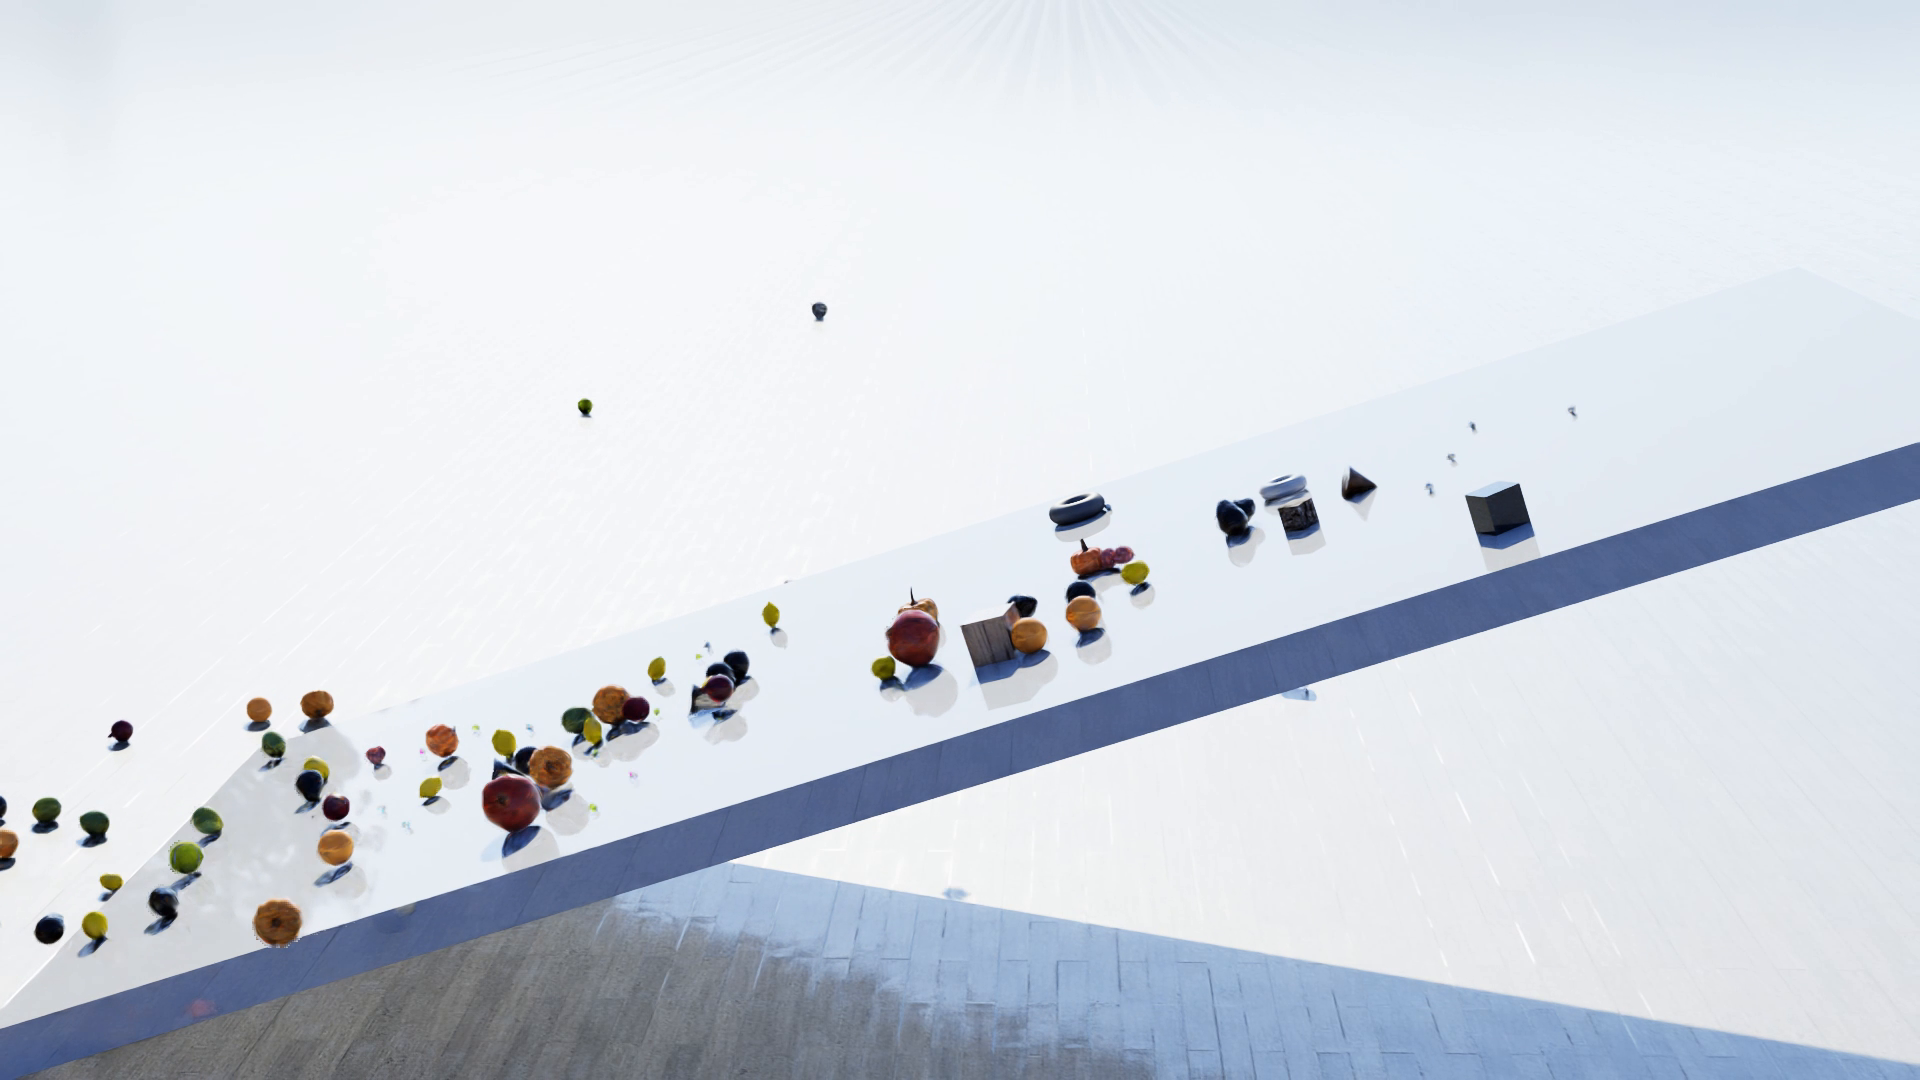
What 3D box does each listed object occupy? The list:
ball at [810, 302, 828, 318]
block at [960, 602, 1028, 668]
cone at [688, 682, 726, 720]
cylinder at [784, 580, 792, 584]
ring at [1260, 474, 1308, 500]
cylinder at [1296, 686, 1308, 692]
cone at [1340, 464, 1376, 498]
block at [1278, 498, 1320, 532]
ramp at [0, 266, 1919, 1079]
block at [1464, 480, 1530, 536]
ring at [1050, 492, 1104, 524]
[{"bbox_3d":[-0.795,-1.300,16.597,0.093,0.093,0.093,0,12,0],"label":"ball"},{"bbox_3d":[0.068,0.188,5.813,0.090,0.090,0.090,-14,11,21],"label":"block"},{"bbox_3d":[-0.526,0.344,6.177,0.080,0.080,0.080,8,11,-7],"label":"cone"},{"bbox_3d":[-0.511,0.170,9.461,0.090,0.090,0.090,-7,14,-31],"label":"cylinder"},{"bbox_3d":[0.708,-0.117,6.441,0.109,0.036,0.109,-18,9,3],"label":"ring"},{"bbox_3d":[0.957,0.390,8.426,0.076,0.076,0.076,21,20,25],"label":"cylinder"},{"bbox_3d":[0.849,-0.119,6.218,0.072,0.072,0.072,8,11,-4],"label":"cone"},{"bbox_3d":[0.699,-0.052,6.076,0.053,0.053,0.053,-7,15,47],"label":"block"},{"bbox_3d":[0.102,0.182,6.309,4.000,0.100,2.000,-17,10,5],"label":"ramp"},{"bbox_3d":[1.009,-0.060,5.520,0.077,0.077,0.077,-22,11,-17],"label":"block"},{"bbox_3d":[0.276,-0.075,6.938,0.137,0.046,0.137,-17,11,3],"label":"ring"}]
